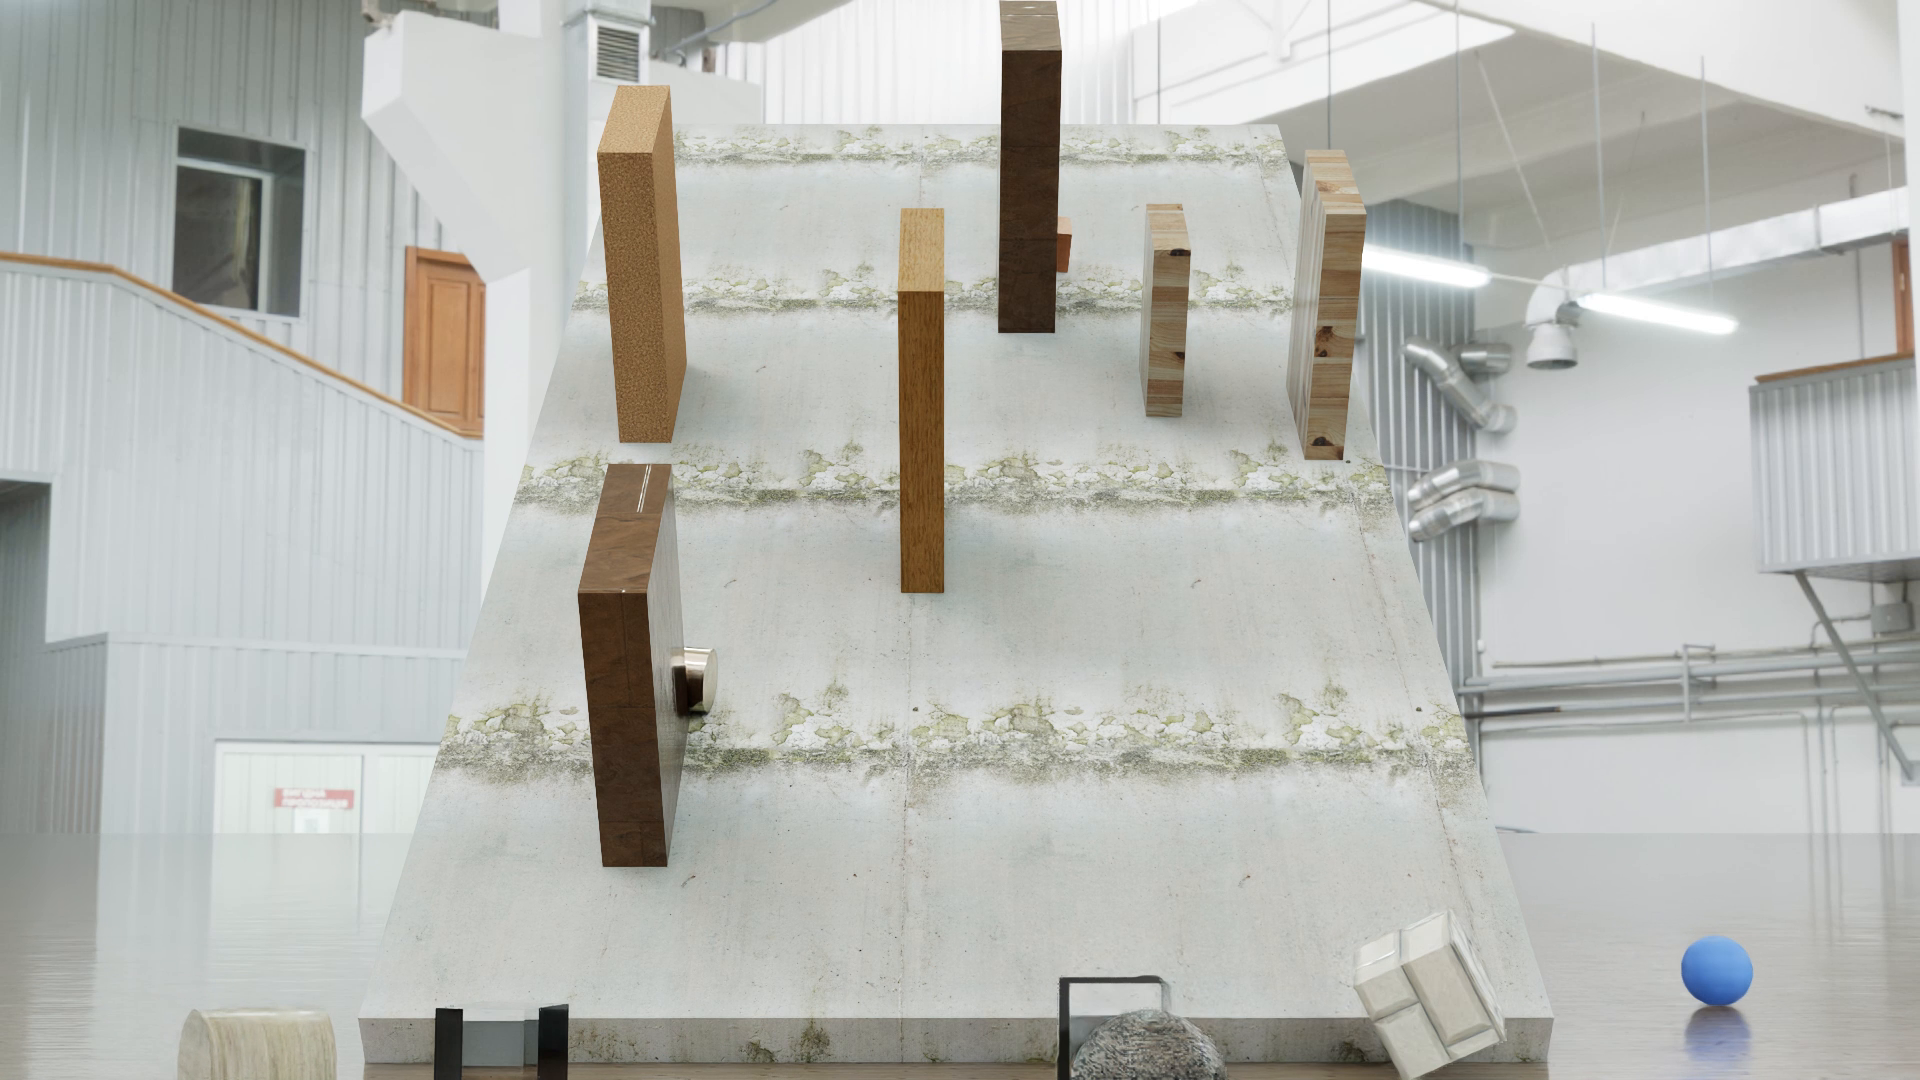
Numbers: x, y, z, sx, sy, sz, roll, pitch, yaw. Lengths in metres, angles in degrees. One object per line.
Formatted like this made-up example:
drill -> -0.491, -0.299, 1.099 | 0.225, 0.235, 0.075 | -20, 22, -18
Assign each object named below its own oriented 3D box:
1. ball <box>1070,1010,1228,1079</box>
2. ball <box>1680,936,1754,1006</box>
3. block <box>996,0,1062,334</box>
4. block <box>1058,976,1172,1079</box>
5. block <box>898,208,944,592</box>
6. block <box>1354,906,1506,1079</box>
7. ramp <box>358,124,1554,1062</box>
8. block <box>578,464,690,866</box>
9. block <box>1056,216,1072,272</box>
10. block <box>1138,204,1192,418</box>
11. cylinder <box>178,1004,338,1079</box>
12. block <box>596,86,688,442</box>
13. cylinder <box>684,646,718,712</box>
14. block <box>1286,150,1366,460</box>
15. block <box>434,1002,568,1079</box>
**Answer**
ball -> 0.219, 0.639, 2.830 | 0.185, 0.185, 0.185 | 0, -7, 0
ball -> 1.689, 0.961, 5.435 | 0.155, 0.155, 0.155 | 0, -7, 0
block -> 0.171, -0.951, 6.219 | 0.146, 0.759, 0.364 | 0, 31, 0
block -> 0.237, 0.746, 3.693 | 0.151, 0.151, 0.151 | -2, -16, 12
block -> -0.080, -0.296, 5.189 | 0.092, 0.710, 0.408 | 0, 31, 0
block -> 0.740, 0.717, 3.853 | 0.172, 0.172, 0.172 | -27, 4, 13
ramp -> -0.014, -0.198, 5.806 | 2.000, 0.100, 4.000 | 0, 31, 0
block -> -0.588, 0.226, 4.445 | 0.117, 0.588, 0.443 | 0, 31, 0
block -> 0.239, -0.802, 6.589 | 0.113, 0.113, 0.113 | 4, 31, -3
block -> 0.492, -0.553, 5.874 | 0.086, 0.441, 0.264 | 0, 31, 0
cylinder -> -0.918, 0.691, 3.176 | 0.162, 0.162, 0.162 | 4, -8, -32
block -> -0.744, -0.650, 5.744 | 0.122, 0.732, 0.412 | 0, 31, 0
cylinder -> -0.555, 0.272, 4.812 | 0.127, 0.127, 0.127 | 5, -6, 7
block -> 0.851, -0.550, 5.695 | 0.089, 0.623, 0.372 | 0, 31, 0
block -> -0.659, 0.741, 3.502 | 0.140, 0.140, 0.140 | -2, -7, 17
